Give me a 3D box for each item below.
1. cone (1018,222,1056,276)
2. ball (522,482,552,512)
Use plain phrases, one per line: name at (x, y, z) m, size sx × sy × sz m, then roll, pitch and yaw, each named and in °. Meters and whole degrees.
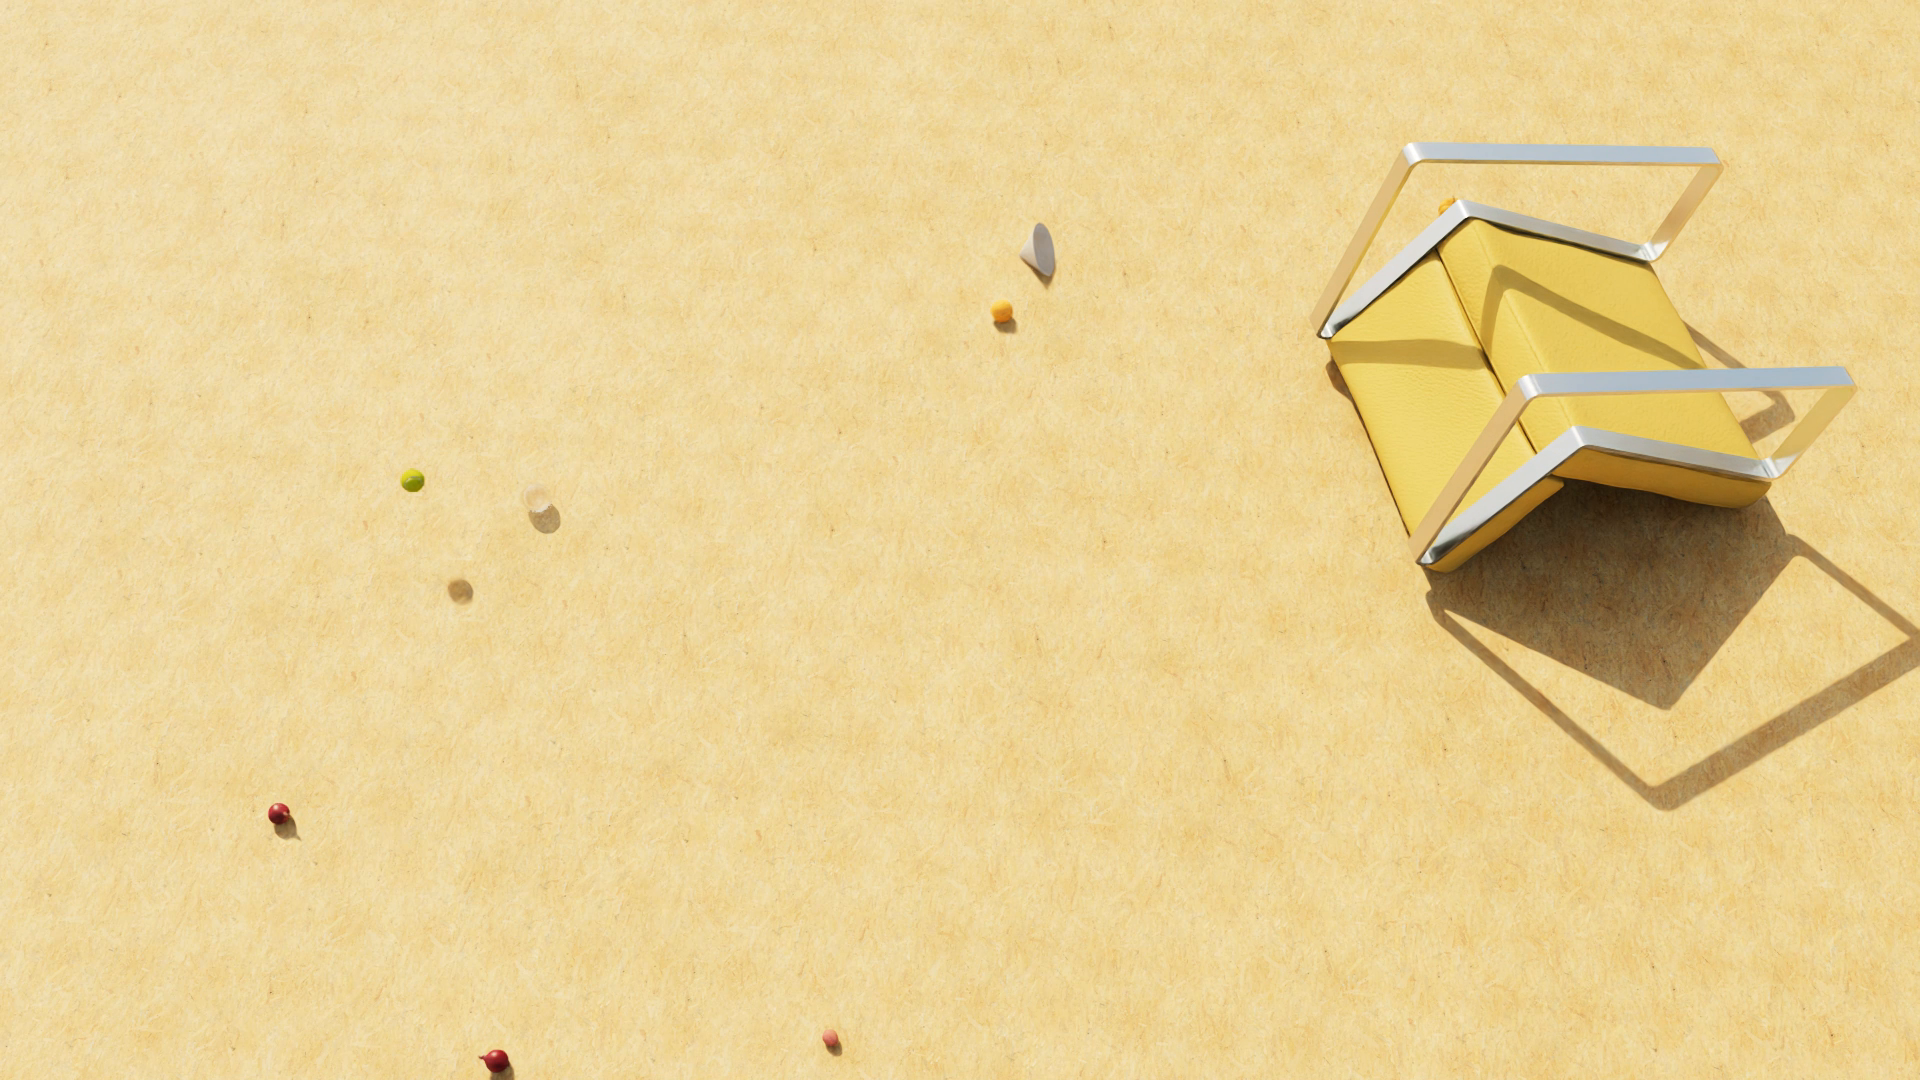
cone at (0.231, -0.939, 7.167) m, size 0.107 × 0.176 × 0.116 m, roll -8°, pitch 3°, yaw 38°
ball at (-1.272, -0.128, 6.606) m, size 0.089 × 0.089 × 0.089 m, roll 0°, pitch 56°, yaw 0°
